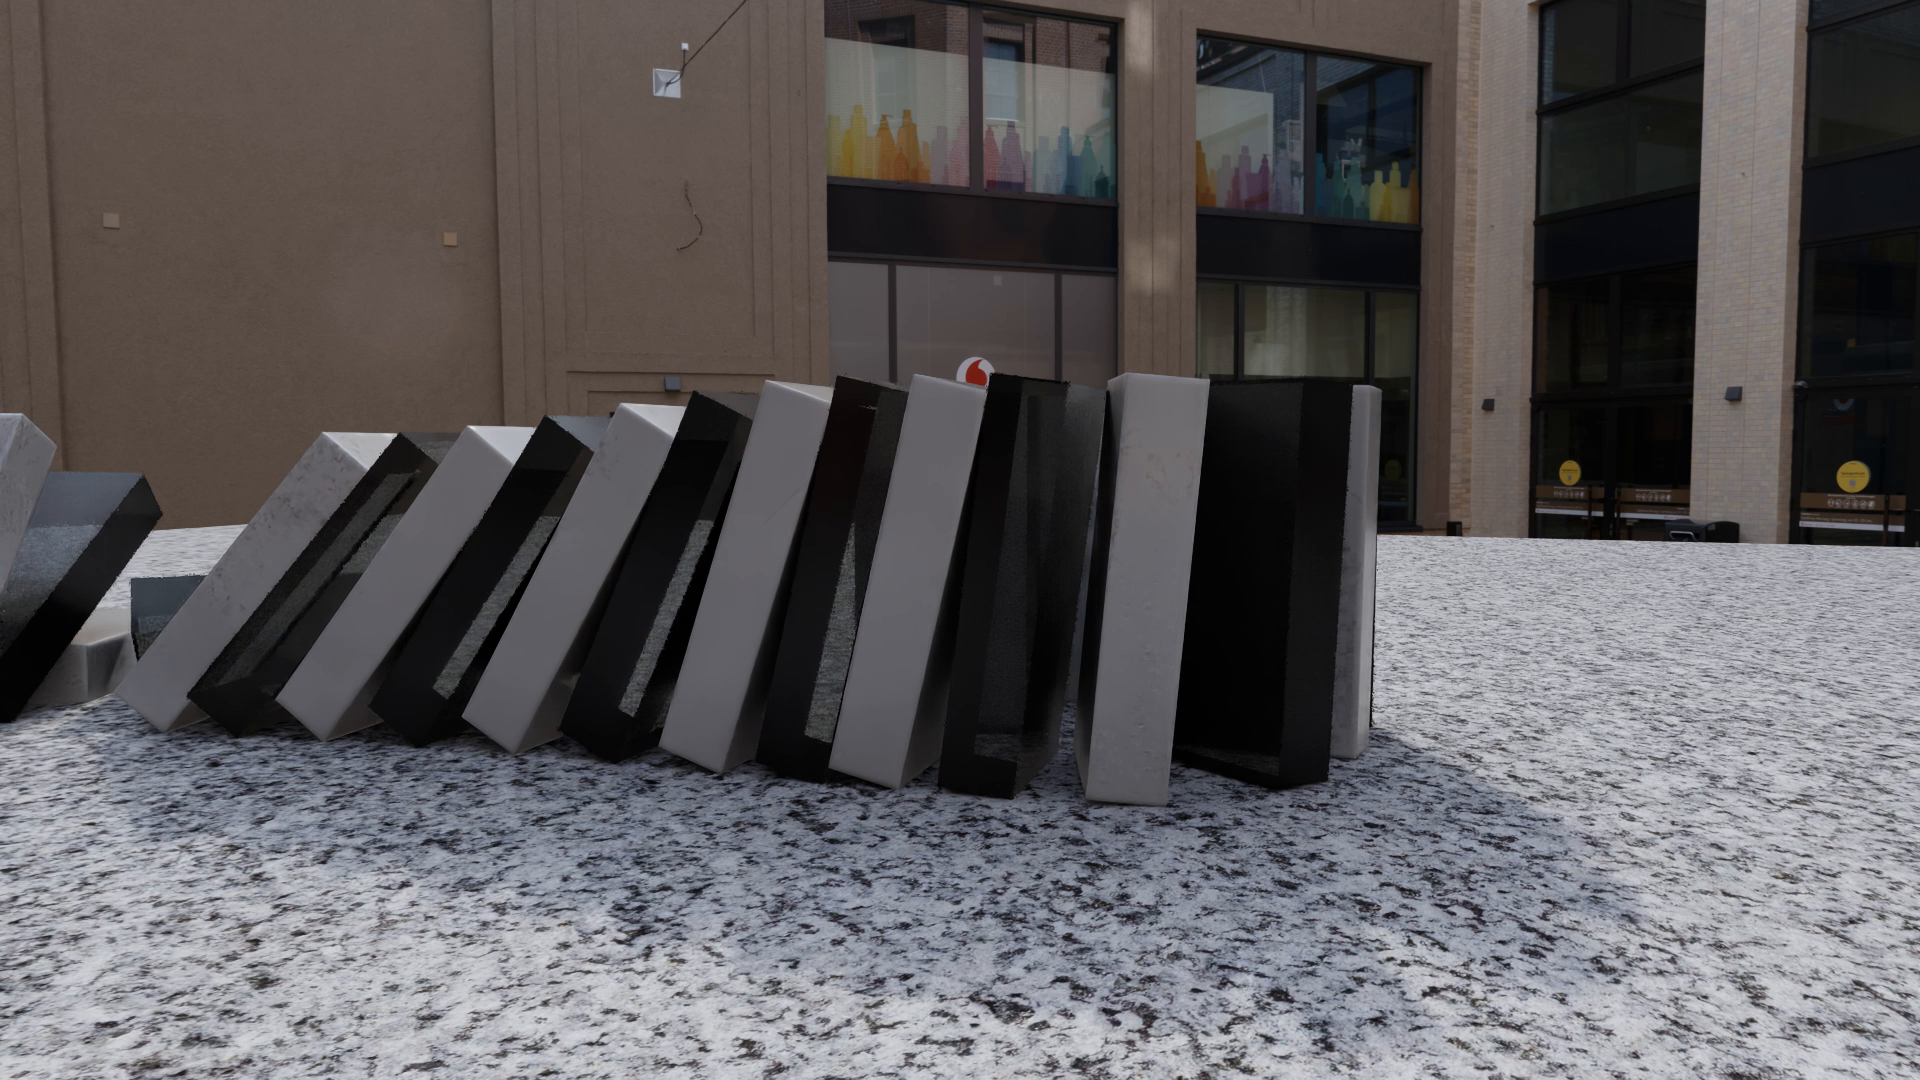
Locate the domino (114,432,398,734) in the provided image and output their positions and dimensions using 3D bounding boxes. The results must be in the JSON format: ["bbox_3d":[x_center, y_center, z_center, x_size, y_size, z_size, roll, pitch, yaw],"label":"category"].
[{"bbox_3d":[-0.104,0.006,0.199,0.009,0.050,0.025,40,4,-2],"label":"domino"}]

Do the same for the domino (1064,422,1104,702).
[{"bbox_3d":[0.017,0.001,0.223,0.009,0.050,0.025,-1,4,-12],"label":"domino"}]

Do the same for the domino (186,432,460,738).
[{"bbox_3d":[-0.092,0.006,0.196,0.009,0.050,0.025,40,4,-2],"label":"domino"}]

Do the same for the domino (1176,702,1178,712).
[{"bbox_3d":[0.044,0.002,0.210,0.025,0.050,0.009,-3,5,-33],"label":"domino"}]

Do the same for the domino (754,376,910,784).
[{"bbox_3d":[-0.013,0.004,0.170,0.009,0.050,0.025,15,8,15],"label":"domino"}]

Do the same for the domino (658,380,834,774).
[{"bbox_3d":[-0.024,0.004,0.174,0.009,0.050,0.025,20,10,15],"label":"domino"}]

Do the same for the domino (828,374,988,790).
[{"bbox_3d":[-0.003,0.005,0.167,0.009,0.050,0.025,15,8,15],"label":"domino"}]

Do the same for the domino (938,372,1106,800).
[{"bbox_3d":[0.008,0.005,0.164,0.009,0.050,0.025,9,7,16],"label":"domino"}]

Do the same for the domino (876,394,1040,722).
[{"bbox_3d":[0.000,0.003,0.200,0.025,0.050,0.009,0,4,4],"label":"domino"}]

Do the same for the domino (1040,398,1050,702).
[{"bbox_3d":[0.002,0.001,0.216,0.025,0.050,0.009,4,6,42],"label":"domino"}]

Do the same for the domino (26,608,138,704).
[{"bbox_3d":[-0.160,0.020,0.233,0.025,0.009,0.050,-1,4,-10],"label":"domino"}]

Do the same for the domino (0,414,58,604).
[{"bbox_3d":[-0.159,0.005,0.192,0.025,0.050,0.010,0,-28,-3],"label":"domino"}]

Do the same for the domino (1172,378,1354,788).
[{"bbox_3d":[0.037,0.005,0.168,0.009,0.050,0.025,1,4,-36],"label":"domino"}]

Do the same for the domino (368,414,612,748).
[{"bbox_3d":[-0.063,0.005,0.188,0.009,0.050,0.025,36,11,8],"label":"domino"}]

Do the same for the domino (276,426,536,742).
[{"bbox_3d":[-0.077,0.006,0.192,0.010,0.050,0.025,39,10,5],"label":"domino"}]

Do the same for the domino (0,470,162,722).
[{"bbox_3d":[-0.157,0.008,0.211,0.025,0.009,0.050,1,41,-2],"label":"domino"}]

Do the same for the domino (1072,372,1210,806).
[{"bbox_3d":[0.022,0.005,0.161,0.009,0.050,0.025,5,5,1],"label":"domino"}]

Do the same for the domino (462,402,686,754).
[{"bbox_3d":[-0.049,0.005,0.183,0.009,0.050,0.025,33,12,11],"label":"domino"}]

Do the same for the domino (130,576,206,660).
[{"bbox_3d":[-0.117,0.015,0.228,0.050,0.010,0.025,-2,-25,-29],"label":"domino"}]

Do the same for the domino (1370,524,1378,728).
[{"bbox_3d":[0.049,0.003,0.196,0.025,0.050,0.009,0,3,0],"label":"domino"}]

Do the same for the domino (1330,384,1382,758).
[{"bbox_3d":[0.045,0.004,0.181,0.025,0.050,0.009,3,3,27],"label":"domino"}]

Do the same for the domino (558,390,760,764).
[{"bbox_3d":[-0.036,0.004,0.179,0.009,0.050,0.025,27,11,13],"label":"domino"}]
